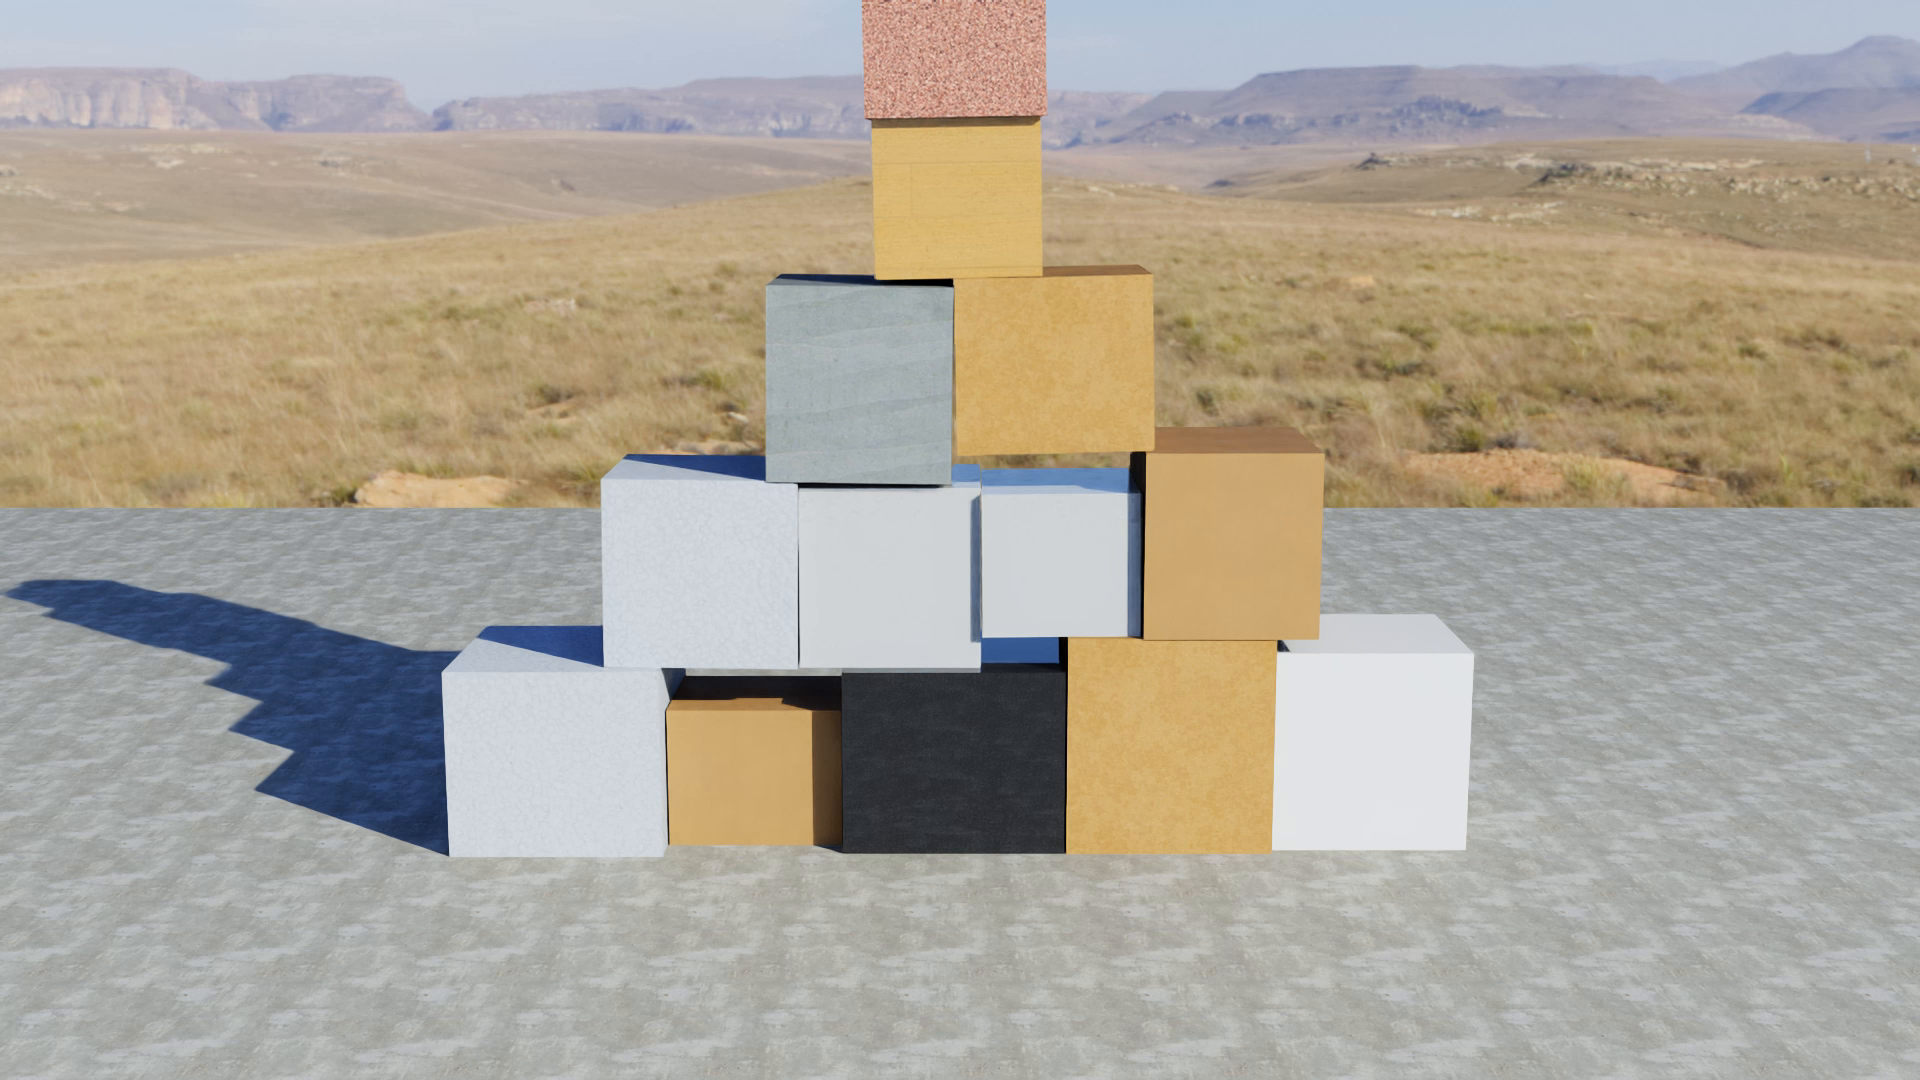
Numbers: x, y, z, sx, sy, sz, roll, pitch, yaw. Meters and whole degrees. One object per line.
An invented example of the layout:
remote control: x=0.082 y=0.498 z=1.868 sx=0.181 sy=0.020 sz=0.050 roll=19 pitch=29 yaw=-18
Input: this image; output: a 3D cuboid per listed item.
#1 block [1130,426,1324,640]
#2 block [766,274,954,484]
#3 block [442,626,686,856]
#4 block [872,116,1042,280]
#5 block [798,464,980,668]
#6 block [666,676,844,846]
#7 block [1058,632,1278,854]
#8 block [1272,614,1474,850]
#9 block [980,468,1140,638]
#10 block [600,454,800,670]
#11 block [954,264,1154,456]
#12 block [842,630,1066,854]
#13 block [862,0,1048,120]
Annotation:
block: x=1.327 y=-0.054 z=11.163 sx=0.859 sy=0.919 sz=1.000 roll=0 pitch=10 yaw=0
block: x=-0.486 y=-0.826 z=11.042 sx=0.897 sy=0.949 sz=0.935 roll=1 pitch=10 yaw=0
block: x=-2.004 y=1.016 z=11.351 sx=1.059 sy=0.940 sz=1.056 roll=0 pitch=10 yaw=0
block: x=-0.012 y=-1.699 z=10.866 sx=0.805 sy=0.762 sz=0.721 roll=-1 pitch=10 yaw=0
block: x=-0.345 y=0.117 z=11.220 sx=0.894 sy=0.901 sz=0.813 roll=0 pitch=10 yaw=0
block: x=-1.029 y=1.130 z=11.391 sx=0.873 sy=0.700 sz=0.727 roll=0 pitch=10 yaw=0
block: x=1.041 y=0.933 z=11.368 sx=1.023 sy=1.097 sz=1.026 roll=0 pitch=10 yaw=0
block: x=2.048 y=0.975 z=11.377 sx=0.971 sy=1.011 sz=0.913 roll=0 pitch=10 yaw=0
block: x=0.495 y=0.050 z=11.176 sx=0.777 sy=0.710 sz=0.855 roll=-1 pitch=10 yaw=0
block: x=-1.274 y=0.093 z=11.193 sx=0.953 sy=0.937 sz=0.875 roll=1 pitch=10 yaw=0
block: x=0.456 y=-0.918 z=11.029 sx=0.956 sy=0.852 sz=0.873 roll=-1 pitch=10 yaw=0
block: x=-0.031 y=1.020 z=11.361 sx=1.102 sy=0.928 sz=0.981 roll=0 pitch=10 yaw=0
block: x=-0.028 y=-2.516 z=10.717 sx=0.862 sy=0.899 sz=0.836 roll=-1 pitch=10 yaw=0
